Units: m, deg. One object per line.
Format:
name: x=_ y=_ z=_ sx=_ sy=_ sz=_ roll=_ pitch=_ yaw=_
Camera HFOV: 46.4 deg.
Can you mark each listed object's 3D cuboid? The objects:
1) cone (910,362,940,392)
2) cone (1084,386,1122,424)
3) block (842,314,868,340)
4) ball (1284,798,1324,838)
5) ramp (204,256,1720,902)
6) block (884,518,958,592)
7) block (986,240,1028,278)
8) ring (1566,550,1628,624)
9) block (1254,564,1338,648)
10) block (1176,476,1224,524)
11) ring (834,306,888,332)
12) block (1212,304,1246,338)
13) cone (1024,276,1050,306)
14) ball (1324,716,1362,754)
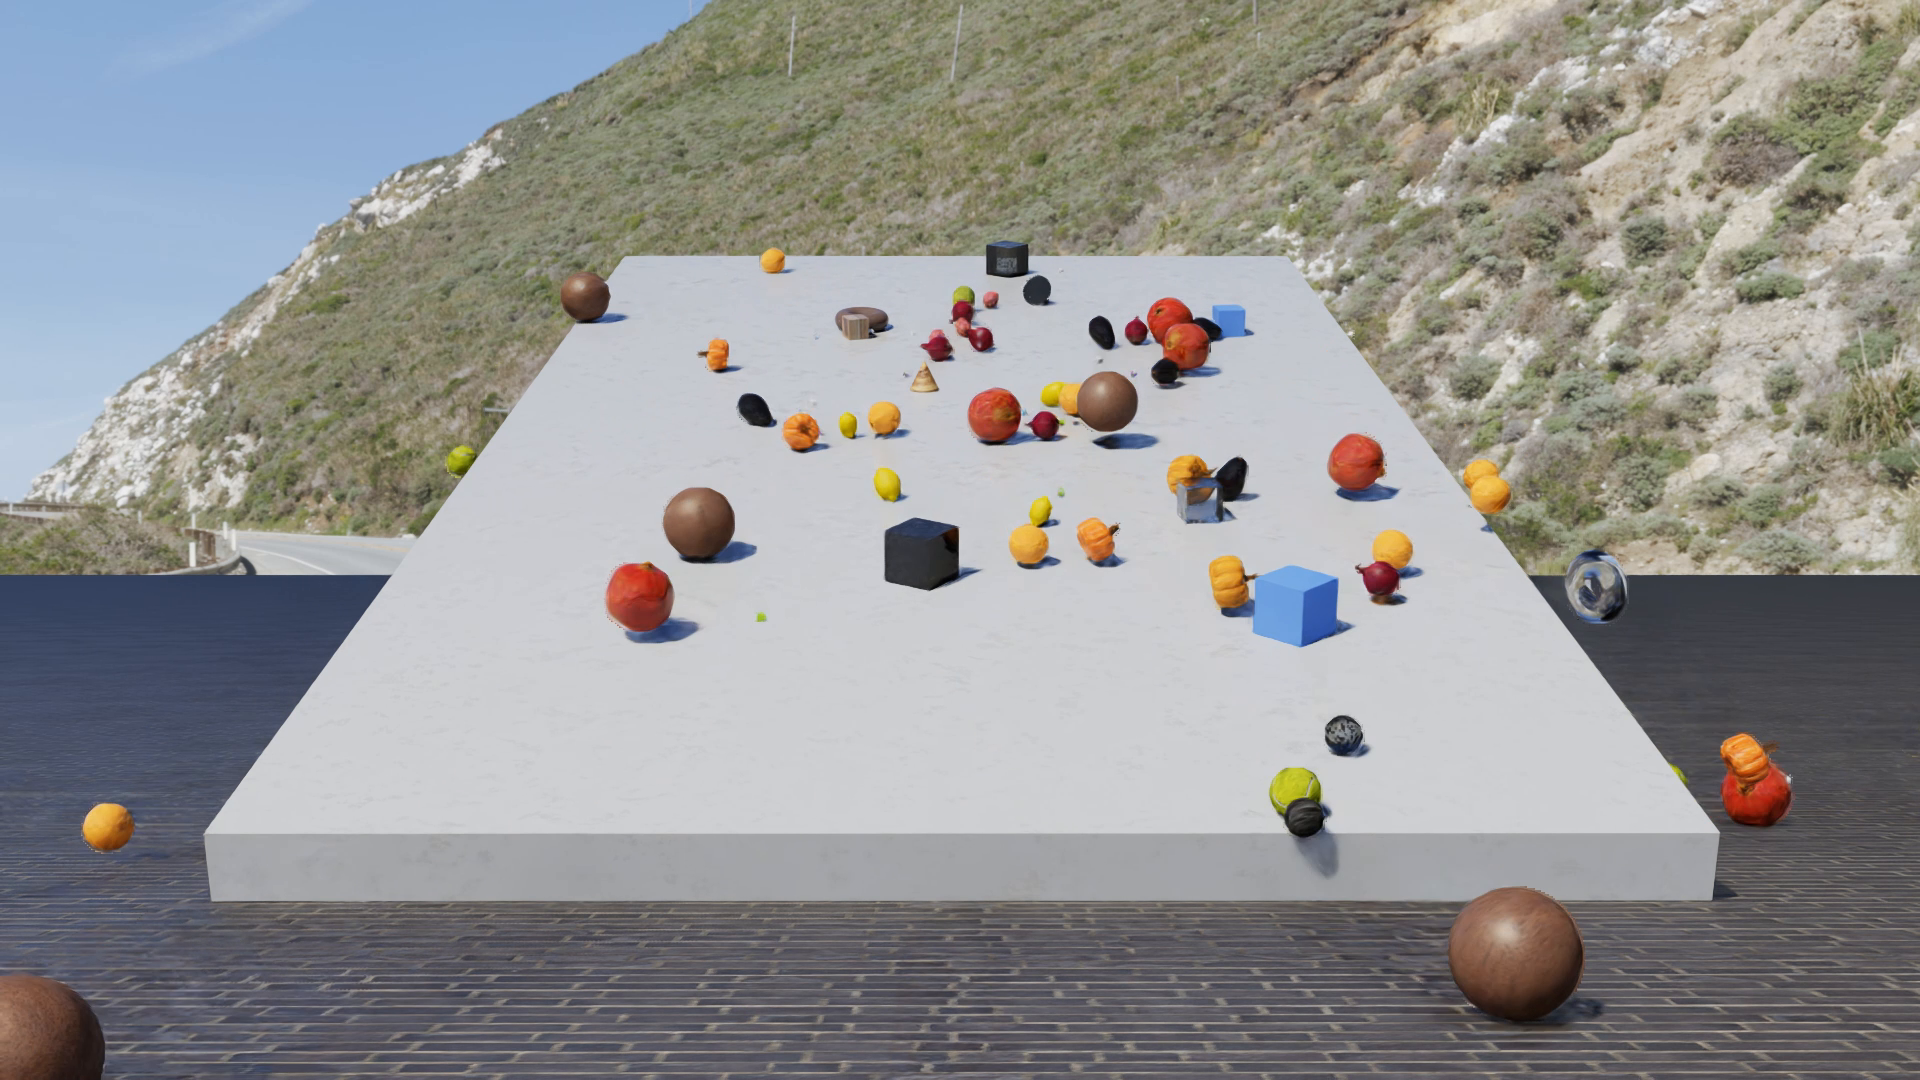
cone: x=-0.083 y=-0.384 z=5.195 sx=0.070 sy=0.070 sz=0.070 roll=0 pitch=18 yaw=0
cone: x=0.332 y=-0.317 z=4.893 sx=0.093 sy=0.093 sz=0.093 roll=0 pitch=-23 yaw=-27
block: x=-0.266 y=-0.542 z=5.706 sx=0.053 sy=0.053 sz=0.053 roll=-7 pitch=19 yaw=-21
ball: x=0.452 y=0.364 z=2.938 sx=0.052 sy=0.052 sz=0.052 roll=0 pitch=-1 yaw=0
ramp: x=-0.004 y=-0.188 z=4.868 sx=2.000 sy=0.100 sz=4.000 roll=0 pitch=18 yaw=0
block: x=-0.067 y=0.024 z=3.911 sx=0.093 sy=0.093 sz=0.093 roll=11 pitch=21 yaw=31
block: x=0.136 y=-0.813 z=6.481 sx=0.087 sy=0.087 sz=0.087 roll=14 pitch=23 yaw=37
ring: x=1.051 y=0.078 z=3.699 sx=0.041 sy=0.124 sz=0.124 roll=-8 pitch=3 yaw=-27
block: x=0.548 y=0.107 z=3.654 sx=0.096 sy=0.096 sz=0.096 roll=17 pitch=25 yaw=42
block: x=0.455 y=-0.075 z=4.252 sx=0.071 sy=0.071 sz=0.071 roll=-3 pitch=18 yaw=-9
ring: x=-0.255 y=-0.572 z=5.808 sx=0.141 sy=0.047 sz=0.141 roll=1 pitch=18 yaw=0
block: x=0.689 y=-0.562 z=5.745 sx=0.069 sy=0.069 sz=0.069 roll=-2 pitch=18 yaw=-8
cone: x=0.225 y=-0.672 z=6.131 sx=0.082 sy=0.082 sz=0.082 roll=0 pitch=-10 yaw=23
ball: x=0.547 y=0.278 z=3.198 sx=0.054 sy=0.054 sz=0.054 roll=0 pitch=-1 yaw=0
